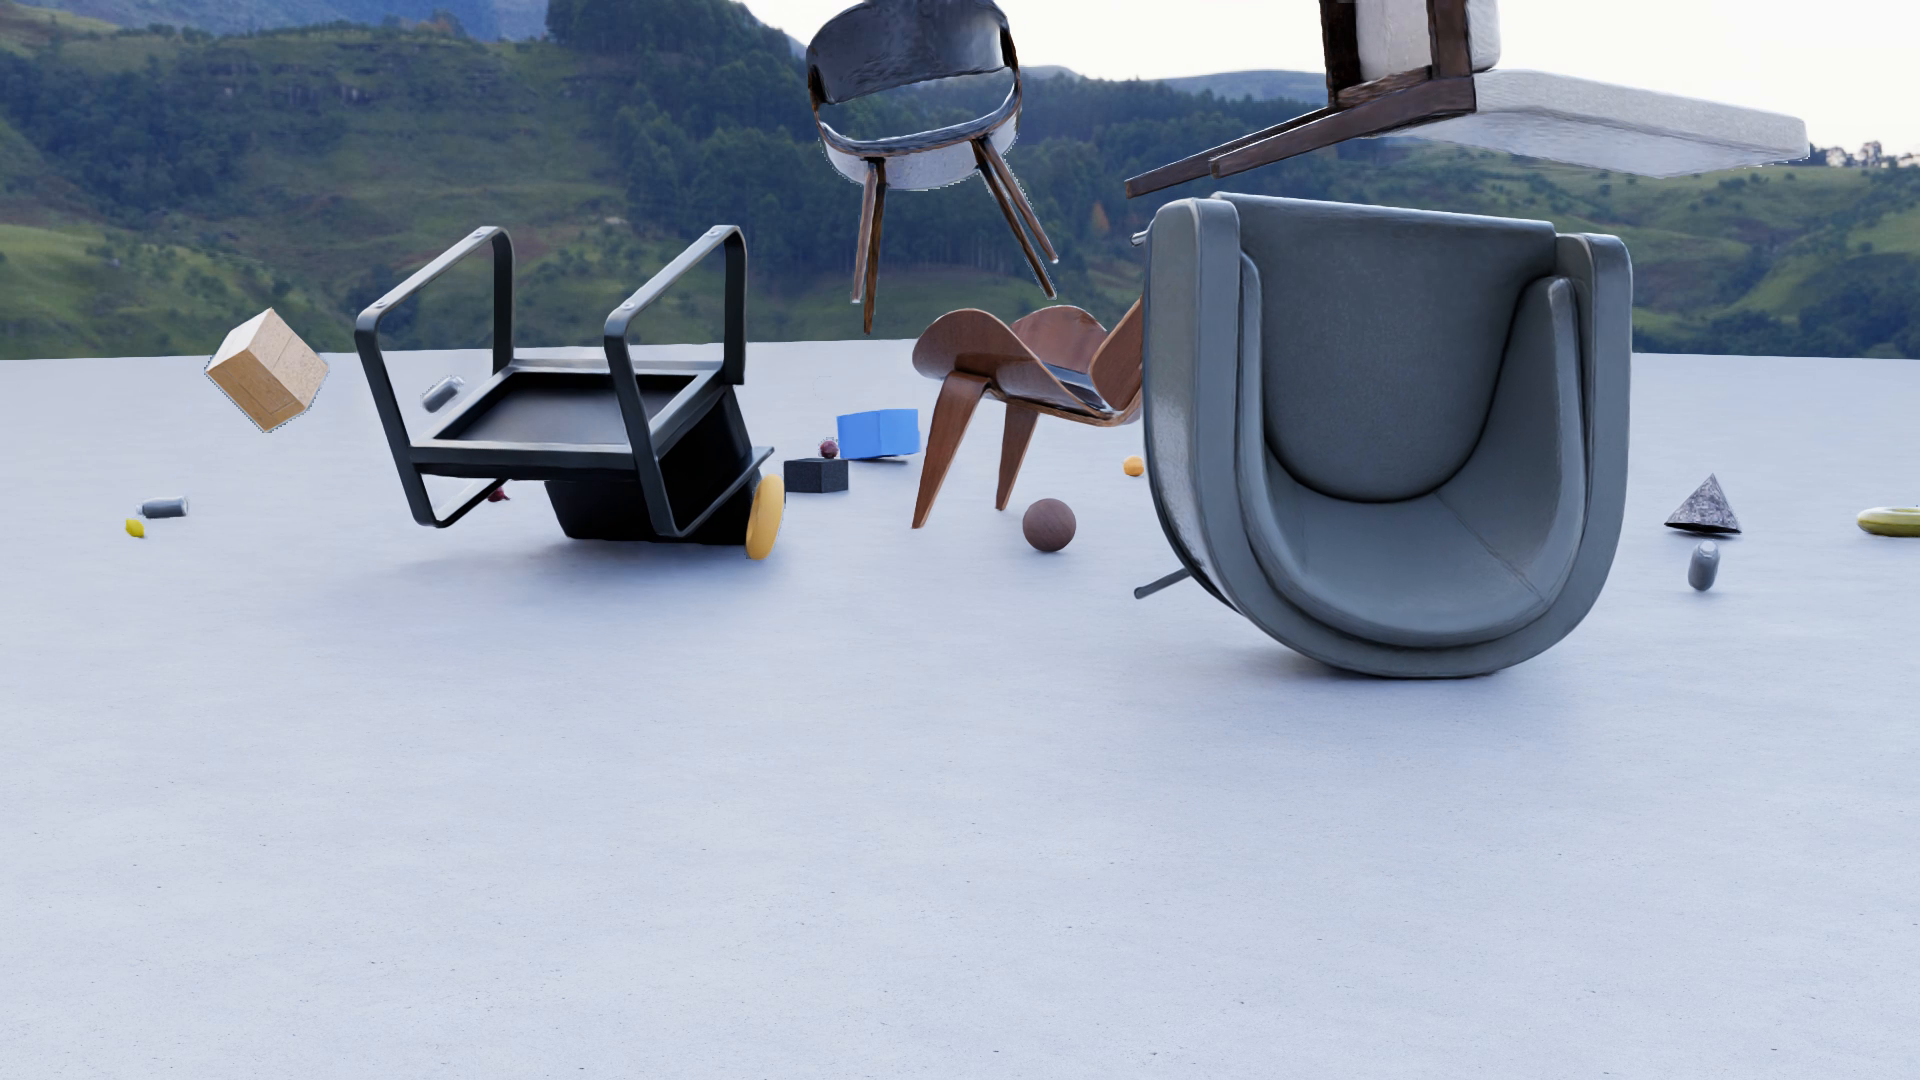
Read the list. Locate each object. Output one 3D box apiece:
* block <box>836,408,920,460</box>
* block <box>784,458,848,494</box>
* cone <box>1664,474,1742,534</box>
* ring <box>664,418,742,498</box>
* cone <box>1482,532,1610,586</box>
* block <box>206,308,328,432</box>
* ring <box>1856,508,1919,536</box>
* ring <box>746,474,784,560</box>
[{"bbox_3d":[-0.290,-0.375,9.123,0.166,0.158,0.265,-4,0,-37],"label":"block"},{"bbox_3d":[-0.442,-0.199,7.878,0.137,0.094,0.155,3,7,29],"label":"block"},{"bbox_3d":[1.902,-0.101,6.531,0.130,0.145,0.260,13,-4,-23],"label":"cone"},{"bbox_3d":[-0.672,-0.214,6.702,0.242,0.170,0.087,45,9,4],"label":"ring"},{"bbox_3d":[1.216,0.058,5.560,0.274,0.117,0.260,4,-10,-30],"label":"cone"},{"bbox_3d":[-1.919,-0.472,7.115,0.165,0.236,0.193,-24,32,27],"label":"block"},{"bbox_3d":[2.423,-0.046,6.563,0.261,0.062,0.216,-1,7,-16],"label":"ring"},{"bbox_3d":[-0.450,-0.052,5.923,0.057,0.213,0.095,8,16,-19],"label":"ring"}]
